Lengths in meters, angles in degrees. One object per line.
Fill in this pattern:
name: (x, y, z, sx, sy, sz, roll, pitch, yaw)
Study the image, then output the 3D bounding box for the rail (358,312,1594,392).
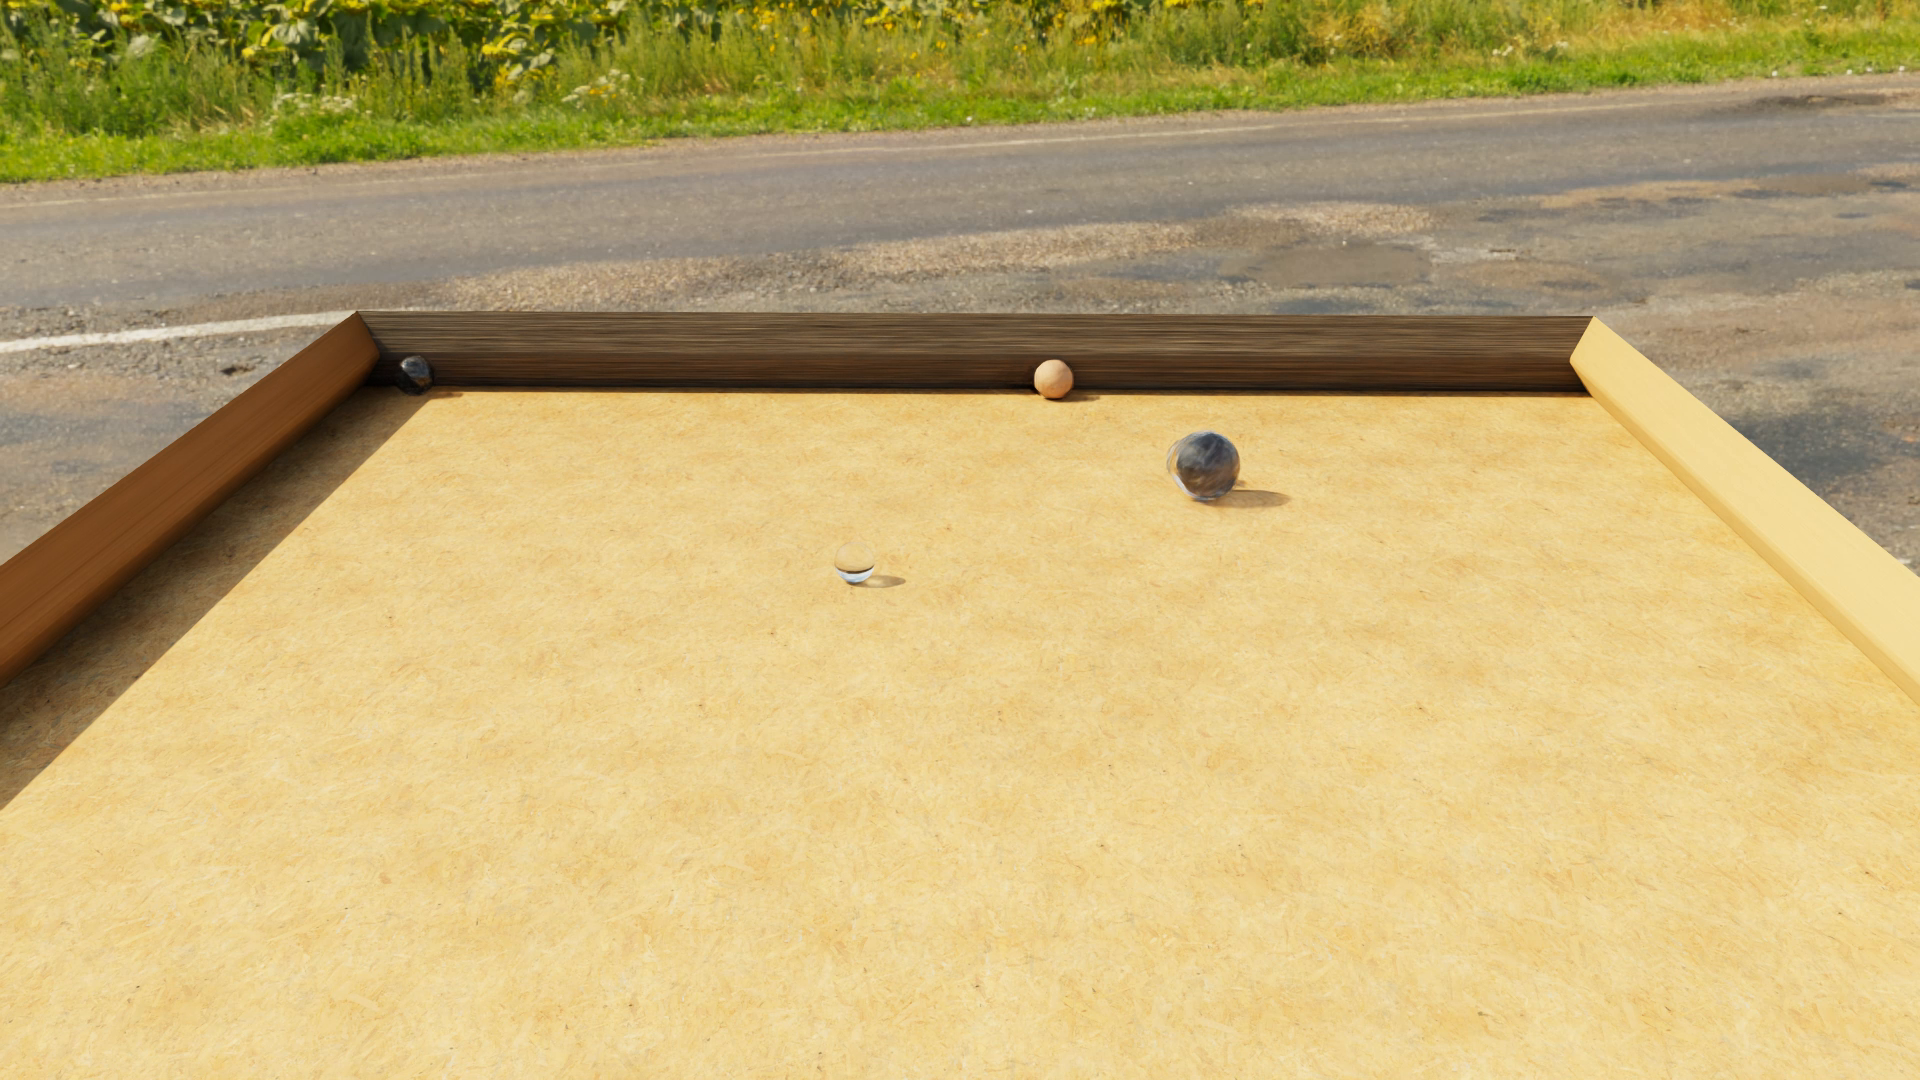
rail: (0.019, -0.300, 3.550, 2.002, 0.123, 0.045, 0, 18, 1)

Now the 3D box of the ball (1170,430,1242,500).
ball: (0.332, -0.101, 2.969, 0.095, 0.095, 0.095, 0, 18, 0)

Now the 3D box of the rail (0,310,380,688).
rail: (-0.997, 0.246, 1.821, 0.045, 0.123, 3.716, 0, 18, 1)

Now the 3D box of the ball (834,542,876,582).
ball: (-0.127, 0.027, 2.642, 0.050, 0.050, 0.050, 0, 18, 0)

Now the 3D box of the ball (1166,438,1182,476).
ball: (0.317, -0.110, 3.049, 0.065, 0.065, 0.065, 0, 18, 0)

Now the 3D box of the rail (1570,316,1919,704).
rail: (0.958, 0.259, 1.781, 0.045, 0.123, 3.716, 0, 18, 1)

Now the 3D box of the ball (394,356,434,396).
ball: (-0.877, -0.264, 3.535, 0.065, 0.065, 0.065, 0, 18, 0)

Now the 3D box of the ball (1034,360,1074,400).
ball: (0.149, -0.257, 3.517, 0.063, 0.063, 0.063, 0, 18, 0)
